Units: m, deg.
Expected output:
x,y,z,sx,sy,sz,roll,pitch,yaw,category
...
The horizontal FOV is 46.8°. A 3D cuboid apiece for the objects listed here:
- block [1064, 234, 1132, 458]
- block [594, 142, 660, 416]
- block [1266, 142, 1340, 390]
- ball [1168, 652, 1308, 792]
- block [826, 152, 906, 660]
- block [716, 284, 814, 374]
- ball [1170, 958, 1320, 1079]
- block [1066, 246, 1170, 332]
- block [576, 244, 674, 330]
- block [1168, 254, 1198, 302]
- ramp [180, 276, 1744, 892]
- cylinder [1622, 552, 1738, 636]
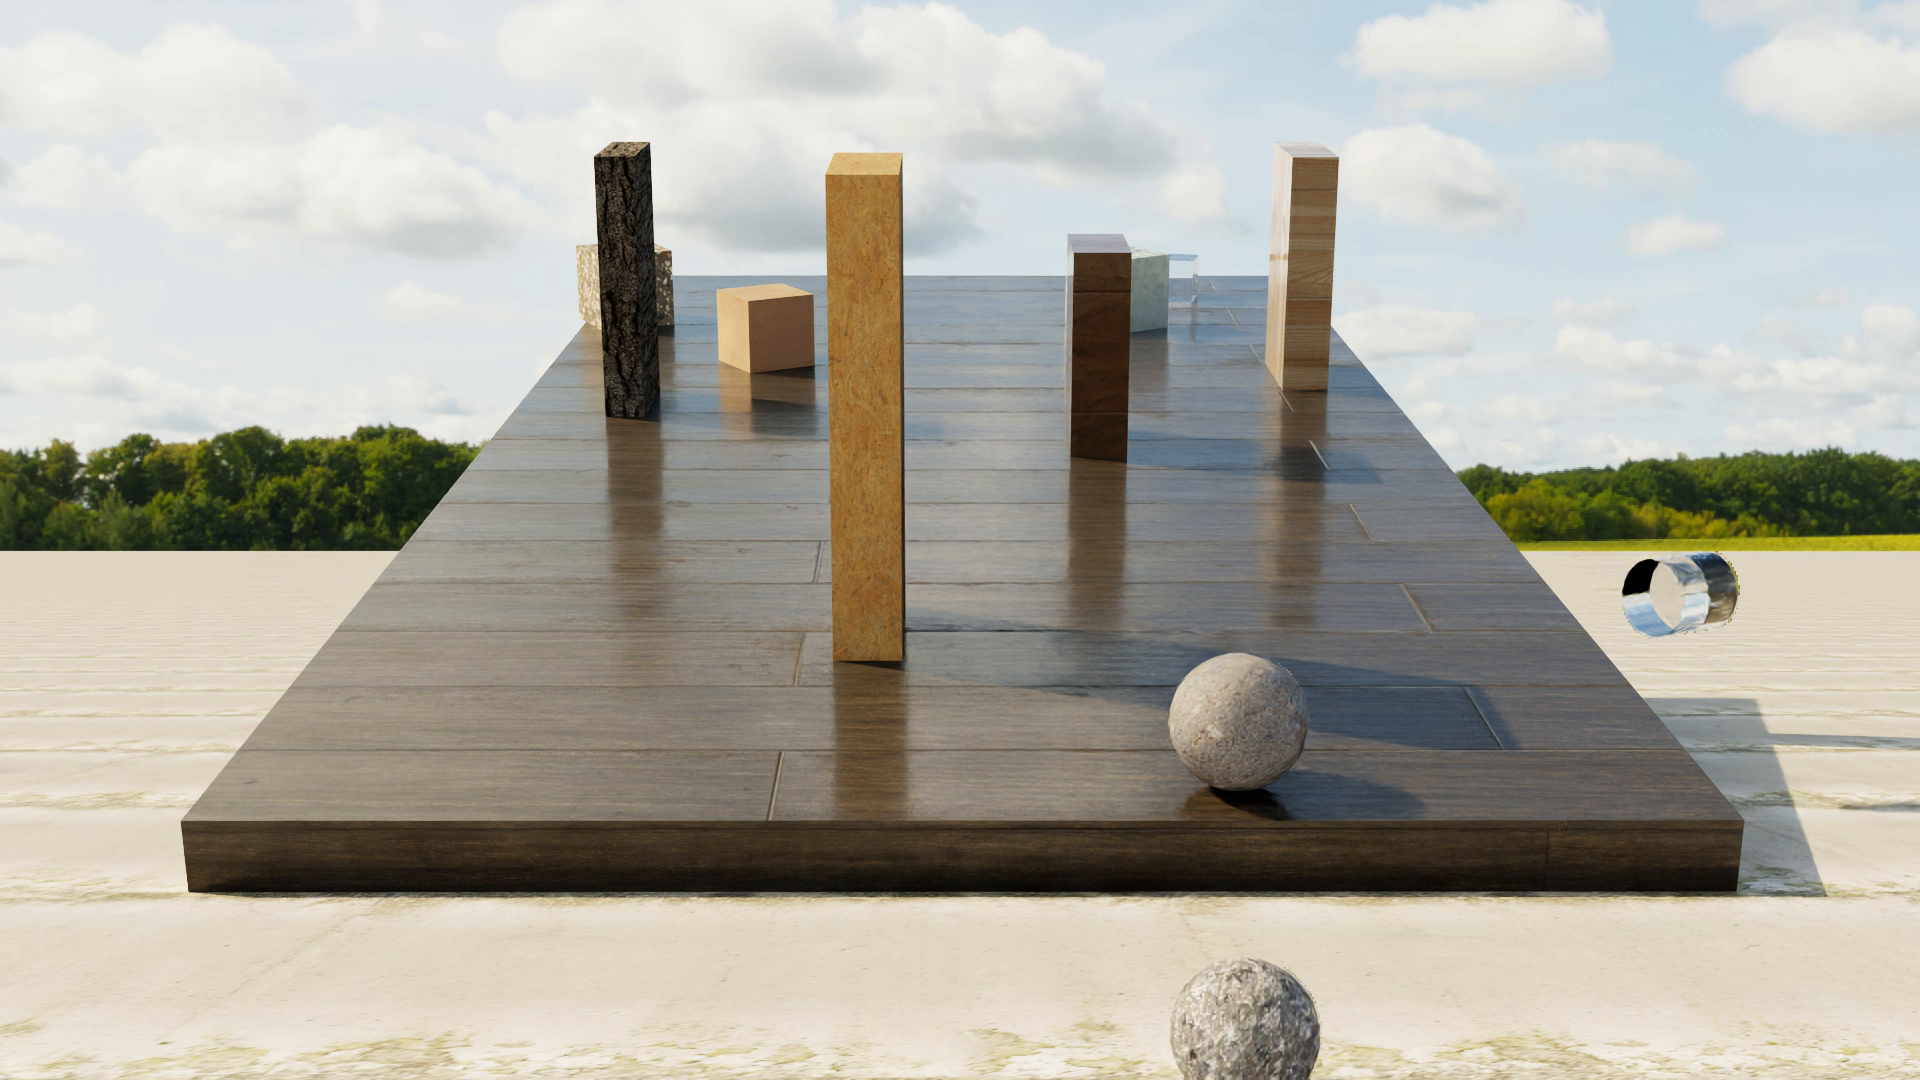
x,y,z,sx,sy,sz,roll,pitch,yaw,category
0.287,-0.411,4.654,0.118,0.426,0.244,0,17,0,block
-0.745,-0.589,4.983,0.086,0.575,0.277,0,17,0,block
0.808,-0.654,5.262,0.106,0.541,0.296,0,17,0,block
0.366,0.240,2.918,0.182,0.182,0.182,0,0,0,ball
-0.142,-0.208,3.429,0.106,0.744,0.262,0,17,0,block
-0.478,-0.523,5.454,0.176,0.176,0.176,-10,19,-30,block
0.227,0.393,1.765,0.119,0.119,0.119,0,0,0,ball
0.419,-0.669,5.911,0.195,0.195,0.195,-11,20,-33,block
-0.899,-0.685,5.955,0.198,0.198,0.198,-9,19,-27,block
0.610,-0.745,6.300,0.117,0.117,0.117,4,17,13,block
-0.003,-0.170,4.766,2.000,0.100,4.000,0,17,0,ramp
1.245,0.093,3.837,0.134,0.134,0.134,-7,3,-30,cylinder
